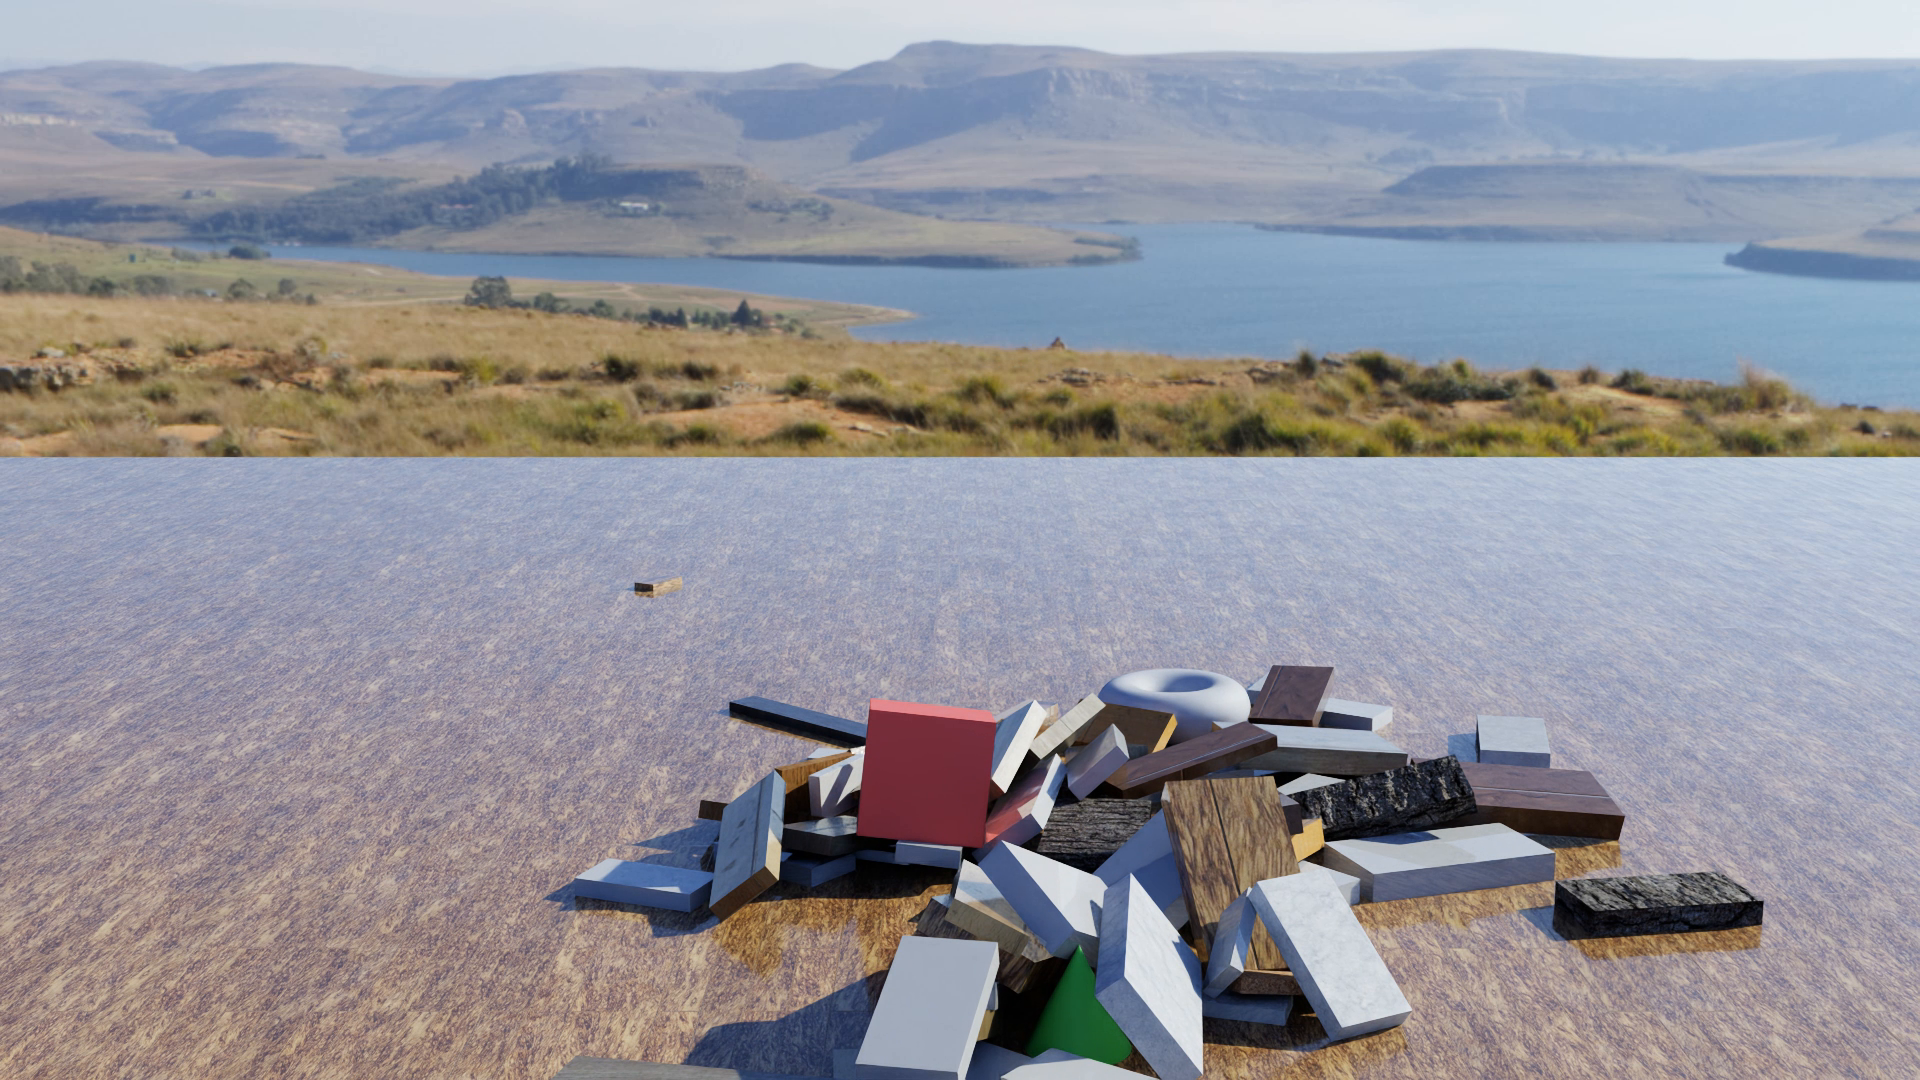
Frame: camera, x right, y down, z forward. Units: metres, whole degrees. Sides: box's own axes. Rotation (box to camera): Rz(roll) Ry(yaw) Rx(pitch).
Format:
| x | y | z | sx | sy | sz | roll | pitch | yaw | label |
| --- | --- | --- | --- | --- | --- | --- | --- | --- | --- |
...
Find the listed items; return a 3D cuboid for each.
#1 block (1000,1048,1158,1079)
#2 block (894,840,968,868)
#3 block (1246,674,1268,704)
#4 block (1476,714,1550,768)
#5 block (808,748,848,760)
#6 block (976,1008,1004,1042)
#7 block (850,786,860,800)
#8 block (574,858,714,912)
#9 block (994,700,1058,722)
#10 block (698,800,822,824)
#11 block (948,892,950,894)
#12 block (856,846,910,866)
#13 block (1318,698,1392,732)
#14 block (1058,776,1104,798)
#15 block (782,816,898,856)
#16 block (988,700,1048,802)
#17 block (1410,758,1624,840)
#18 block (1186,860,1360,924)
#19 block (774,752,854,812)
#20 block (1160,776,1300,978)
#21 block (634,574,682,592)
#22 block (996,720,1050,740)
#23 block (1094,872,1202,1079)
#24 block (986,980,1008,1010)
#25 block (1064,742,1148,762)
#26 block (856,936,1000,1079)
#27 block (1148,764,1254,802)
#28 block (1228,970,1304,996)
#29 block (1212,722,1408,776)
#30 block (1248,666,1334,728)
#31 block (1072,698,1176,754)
| x | y | z | sx | sy | sz | roll | pitch | yaw | label |
| --- | --- | --- | --- | --- | --- | --- | --- | --- | --- |
| 0.179 | 0.705 | 2.782 | 0.231 | 0.033 | 0.116 | 8 | 13 | 36 | block |
| -0.047 | 0.528 | 3.785 | 0.108 | 0.031 | 0.217 | 6 | 1 | 4 | block |
| 0.732 | 0.333 | 4.965 | 0.109 | 0.031 | 0.219 | 5 | 11 | 23 | block |
| 1.131 | 0.415 | 4.505 | 0.136 | 0.039 | 0.272 | 2 | 11 | 11 | block |
| -0.227 | 0.442 | 4.412 | 0.144 | 0.020 | 0.072 | 3 | 11 | 15 | block |
| -0.023 | 0.649 | 2.961 | 0.129 | 0.037 | 0.258 | 0 | -11 | 9 | block |
| -0.158 | 0.455 | 4.143 | 0.054 | 0.015 | 0.108 | -23 | 5 | 30 | block |
| -0.520 | 0.575 | 3.667 | 0.217 | 0.031 | 0.108 | 4 | 11 | 21 | block |
| 0.091 | 0.396 | 4.660 | 0.072 | 0.020 | 0.394 | 5 | 12 | 27 | block |
| -0.342 | 0.502 | 3.953 | 0.229 | 0.032 | 0.114 | 5 | -9 | 24 | block |
| 0.062 | 0.582 | 3.628 | 0.108 | 0.031 | 0.217 | 5 | 12 | 25 | block |
| -0.137 | 0.545 | 3.824 | 0.131 | 0.019 | 0.066 | 4 | 0 | 21 | block |
| 0.810 | 0.373 | 4.753 | 0.219 | 0.031 | 0.109 | 7 | 13 | 33 | block |
| 0.195 | 0.467 | 4.143 | 0.143 | 0.020 | 0.072 | 5 | 15 | 39 | block |
| -0.211 | 0.513 | 3.821 | 0.117 | 0.033 | 0.234 | 6 | 1 | 28 | block |
| 0.069 | 0.411 | 4.113 | 0.129 | 0.037 | 0.258 | -36 | 12 | 34 | block |
| 1.006 | 0.469 | 3.993 | 0.347 | 0.049 | 0.173 | 5 | 21 | -8 | block |
| 0.503 | 0.585 | 3.585 | 0.288 | 0.041 | 0.144 | -9 | 14 | -40 | block |
| -0.272 | 0.458 | 4.144 | 0.172 | 0.086 | 0.024 | -9 | 14 | -39 | block |
| 0.430 | 0.521 | 3.368 | 0.175 | 0.050 | 0.351 | -2 | 46 | -9 | block |
| -0.844 | 0.119 | 6.152 | 0.066 | 0.019 | 0.131 | 6 | 12 | 29 | block |
| 0.058 | 0.431 | 4.289 | 0.121 | 0.034 | 0.303 | 6 | 22 | 32 | block |
| 0.265 | 0.608 | 3.054 | 0.049 | 0.172 | 0.345 | -36 | 8 | 13 | block |
| -0.006 | 0.634 | 3.082 | 0.129 | 0.037 | 0.258 | 1 | -10 | 5 | block |
| 0.285 | 0.421 | 4.308 | 0.121 | 0.034 | 0.242 | -4 | -3 | -7 | block |
| -0.038 | 0.603 | 2.806 | 0.129 | 0.037 | 0.258 | 2 | 27 | 12 | block |
| 0.418 | 0.460 | 4.264 | 0.272 | 0.039 | 0.136 | -5 | 12 | -27 | block |
| 0.465 | 0.643 | 3.197 | 0.155 | 0.022 | 0.077 | 5 | -3 | -15 | block |
| 0.689 | 0.415 | 4.360 | 0.347 | 0.049 | 0.173 | 5 | 9 | -15 | block |
| 0.715 | 0.344 | 4.730 | 0.136 | 0.039 | 0.272 | 1 | 21 | 19 | block |
| 0.322 | 0.390 | 4.500 | 0.219 | 0.031 | 0.109 | 7 | 48 | 33 | block |
